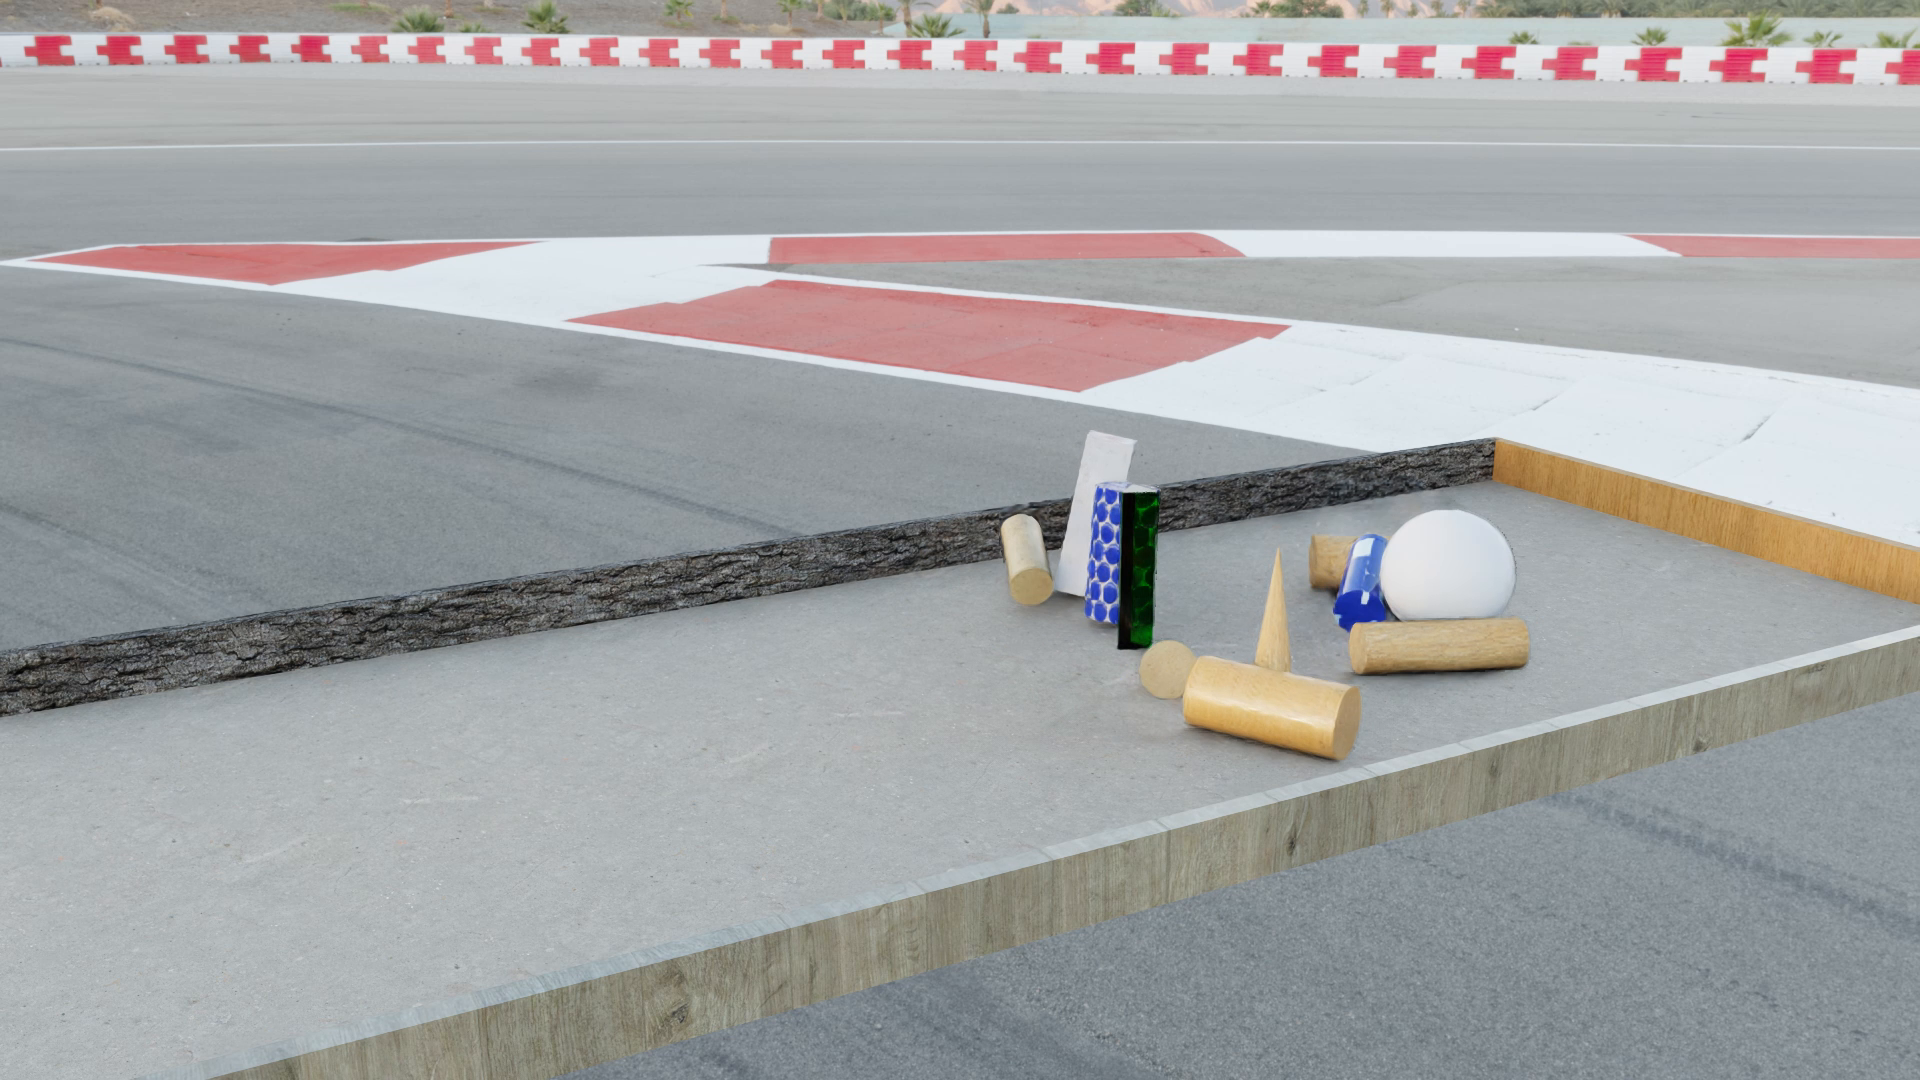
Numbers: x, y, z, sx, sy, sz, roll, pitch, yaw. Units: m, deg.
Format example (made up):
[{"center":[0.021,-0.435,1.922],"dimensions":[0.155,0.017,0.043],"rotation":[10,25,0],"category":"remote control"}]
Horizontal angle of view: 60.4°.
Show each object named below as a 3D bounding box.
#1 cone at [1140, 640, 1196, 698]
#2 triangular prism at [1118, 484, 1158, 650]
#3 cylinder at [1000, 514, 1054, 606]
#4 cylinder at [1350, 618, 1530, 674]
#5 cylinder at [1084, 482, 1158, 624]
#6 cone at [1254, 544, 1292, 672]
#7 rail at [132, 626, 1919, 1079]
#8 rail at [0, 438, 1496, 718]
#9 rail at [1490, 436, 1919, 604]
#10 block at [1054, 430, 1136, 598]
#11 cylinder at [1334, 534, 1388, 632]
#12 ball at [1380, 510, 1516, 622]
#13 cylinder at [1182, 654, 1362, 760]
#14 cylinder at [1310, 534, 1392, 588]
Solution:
[{"center":[0.502,0.306,4.187],"dimensions":[0.144,0.144,0.325],"rotation":[-1,4,-3],"category":"cone"},{"center":[0.460,0.072,4.349],"dimensions":[0.092,0.430,0.079],"rotation":[-1,16,-5],"category":"triangular prism"},{"center":[0.193,0.055,4.817],"dimensions":[0.123,0.123,0.310],"rotation":[-1,31,-4],"category":"cylinder"},{"center":[1.220,0.269,4.206],"dimensions":[0.425,0.131,0.131],"rotation":[-2,16,-6],"category":"cylinder"},{"center":[0.445,0.034,4.558],"dimensions":[0.176,0.365,0.176],"rotation":[4,10,-1],"category":"cylinder"},{"center":[0.737,0.212,3.867],"dimensions":[0.126,0.433,0.126],"rotation":[0,16,0],"category":"cone"},{"center":[-2.336,1.006,1.665],"dimensions":[12.000,0.150,0.050],"rotation":[-9,18,-27],"category":"rail"},{"center":[-3.305,0.497,3.399],"dimensions":[12.000,0.150,0.050],"rotation":[-9,18,-27],"category":"rail"},{"center":[2.466,-0.048,5.253],"dimensions":[0.050,0.150,2.100],"rotation":[-9,18,-27],"category":"rail"},{"center":[0.389,-0.072,4.740],"dimensions":[0.134,0.455,0.134],"rotation":[13,11,8],"category":"block"},{"center":[1.130,0.120,4.590],"dimensions":[0.135,0.135,0.342],"rotation":[5,28,18],"category":"cylinder"},{"center":[1.292,0.091,4.377],"dimensions":[0.346,0.346,0.346],"rotation":[0,16,0],"category":"ball"},{"center":[0.710,0.380,3.763],"dimensions":[0.363,0.169,0.169],"rotation":[11,19,32],"category":"cylinder"},{"center":[1.247,0.067,4.845],"dimensions":[0.415,0.155,0.155],"rotation":[1,16,4],"category":"cylinder"}]
